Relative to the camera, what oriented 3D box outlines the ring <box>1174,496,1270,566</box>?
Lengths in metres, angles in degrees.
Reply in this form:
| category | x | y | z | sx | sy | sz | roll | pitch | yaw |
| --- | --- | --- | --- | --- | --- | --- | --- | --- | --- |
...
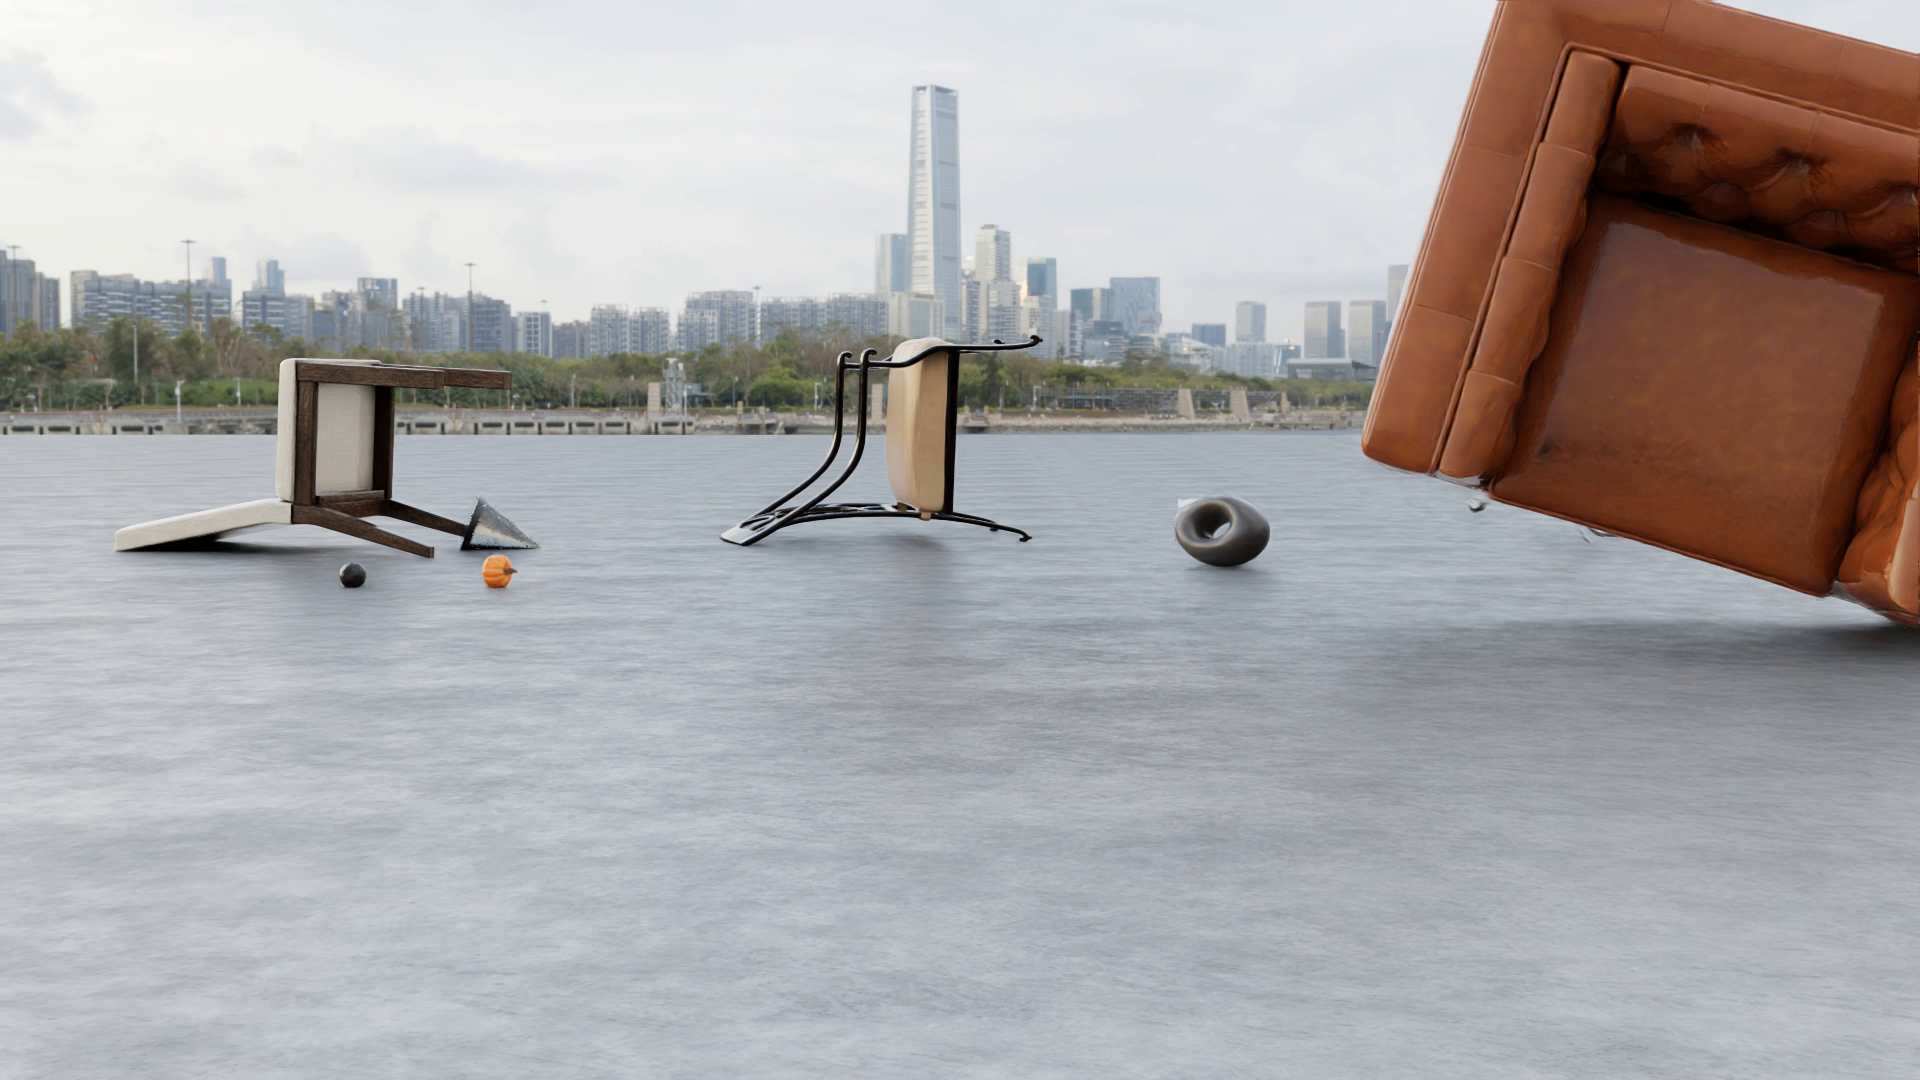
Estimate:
| category | x | y | z | sx | sy | sz | roll | pitch | yaw |
| --- | --- | --- | --- | --- | --- | --- | --- | --- | --- |
| ring | 0.666 | -0.024 | 5.596 | 0.109 | 0.182 | 0.289 | 28 | -13 | -37 |

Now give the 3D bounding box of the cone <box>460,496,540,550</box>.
| category | x | y | z | sx | sy | sz | roll | pitch | yaw |
| --- | --- | --- | --- | --- | --- | --- | --- | --- | --- |
| cone | -1.274 | -0.012 | 6.175 | 0.212 | 0.159 | 0.162 | 20 | 40 | -12 |

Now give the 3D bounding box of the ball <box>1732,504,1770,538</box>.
| category | x | y | z | sx | sy | sz | roll | pitch | yaw |
| --- | --- | --- | --- | --- | --- | --- | --- | --- | --- |
| ball | 2.390 | -0.059 | 6.647 | 0.104 | 0.104 | 0.104 | 0 | 4 | 0 |
